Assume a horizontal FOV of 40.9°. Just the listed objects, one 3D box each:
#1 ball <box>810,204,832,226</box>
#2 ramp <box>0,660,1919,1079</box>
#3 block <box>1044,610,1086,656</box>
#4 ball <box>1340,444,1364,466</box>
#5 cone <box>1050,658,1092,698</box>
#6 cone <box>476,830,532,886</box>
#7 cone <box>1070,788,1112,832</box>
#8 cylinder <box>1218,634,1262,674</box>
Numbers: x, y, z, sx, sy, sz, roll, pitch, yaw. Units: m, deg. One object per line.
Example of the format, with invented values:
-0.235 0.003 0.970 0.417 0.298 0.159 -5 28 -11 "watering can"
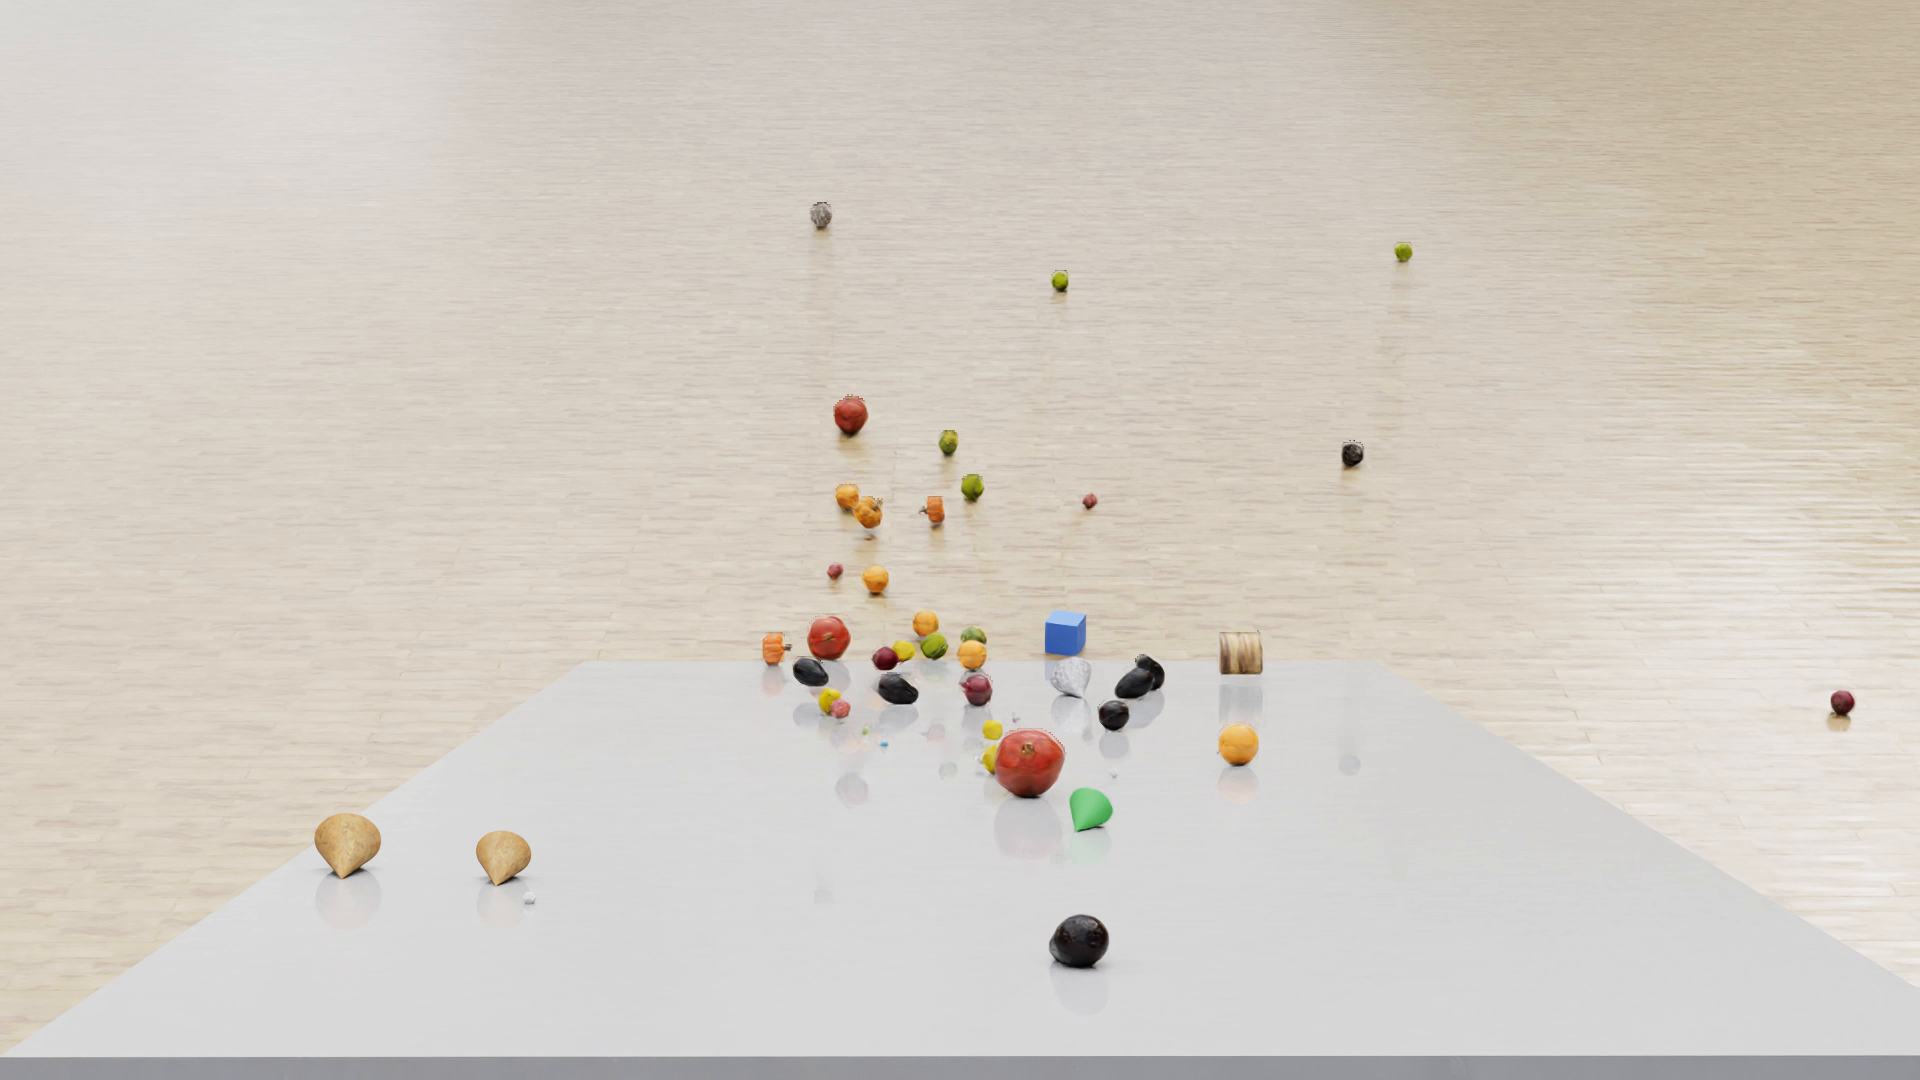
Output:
-0.585 -1.368 10.846 0.092 0.092 0.092 0 22 0 "ball"
0.051 0.457 4.533 2.000 0.100 4.000 0 3 0 "ramp"
0.280 0.247 6.814 0.088 0.088 0.088 7 23 17 "block"
1.239 -0.270 8.130 0.071 0.071 0.071 0 22 0 "ball"
0.260 0.326 5.718 0.096 0.096 0.096 -5 31 -12 "cone"
-0.621 0.445 3.469 0.075 0.075 0.075 0 29 -1 "cone"
0.187 0.424 3.901 0.070 0.070 0.070 8 32 20 "cone"
0.660 0.269 6.060 0.095 0.095 0.095 -1 22 2 "cylinder"
